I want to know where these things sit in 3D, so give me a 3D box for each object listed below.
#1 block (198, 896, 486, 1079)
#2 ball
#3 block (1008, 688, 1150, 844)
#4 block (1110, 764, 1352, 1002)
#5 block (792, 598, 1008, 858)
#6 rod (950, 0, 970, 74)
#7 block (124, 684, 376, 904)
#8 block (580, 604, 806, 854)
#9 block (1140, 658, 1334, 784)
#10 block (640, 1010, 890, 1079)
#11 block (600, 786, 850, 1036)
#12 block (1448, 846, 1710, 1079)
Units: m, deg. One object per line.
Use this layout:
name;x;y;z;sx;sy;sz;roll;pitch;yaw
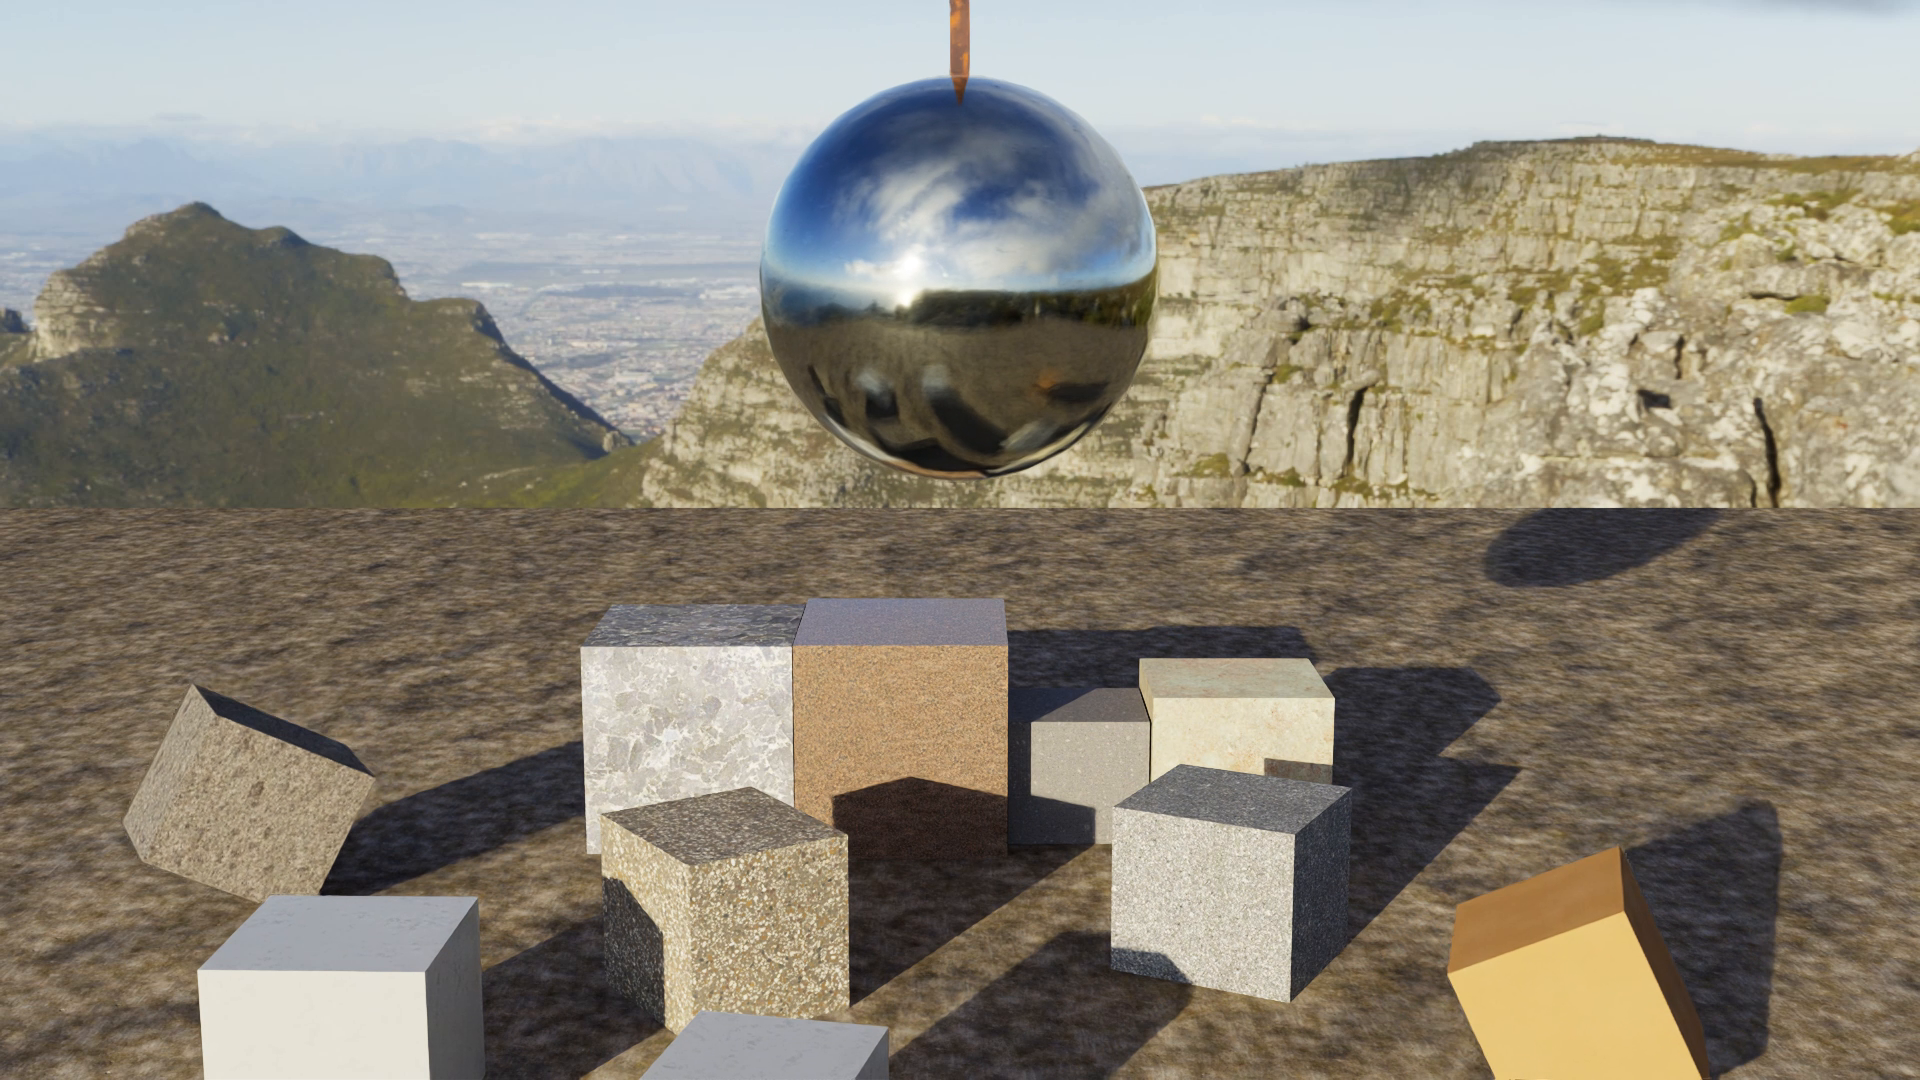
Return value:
block;-2.208;1.753;7.950;0.782;0.706;0.760;0;10;1
ball;0.000;-1.036;8.758;1.600;1.600;1.600;0;10;0
block;0.596;1.161;11.405;0.708;0.634;0.698;0;10;0
block;1.178;1.461;9.511;0.807;0.723;0.747;5;12;27
block;-0.289;0.945;11.341;1.047;1.082;1.113;0;10;0
rod;0.000;-4.371;9.417;0.080;5.200;0.080;0;-11;0
block;-3.285;1.201;10.153;0.784;0.713;0.640;28;-4;-29
block;-1.342;0.955;11.358;1.034;1.058;0.998;0;10;0
block;1.409;1.091;11.397;0.899;0.776;0.850;0;10;0
block;-0.634;1.965;6.943;0.647;0.650;0.770;2;11;13
block;-0.976;1.529;9.084;0.714;0.741;0.812;-7;12;-33
block;2.212;1.647;7.860;0.638;0.742;0.730;-24;3;18
